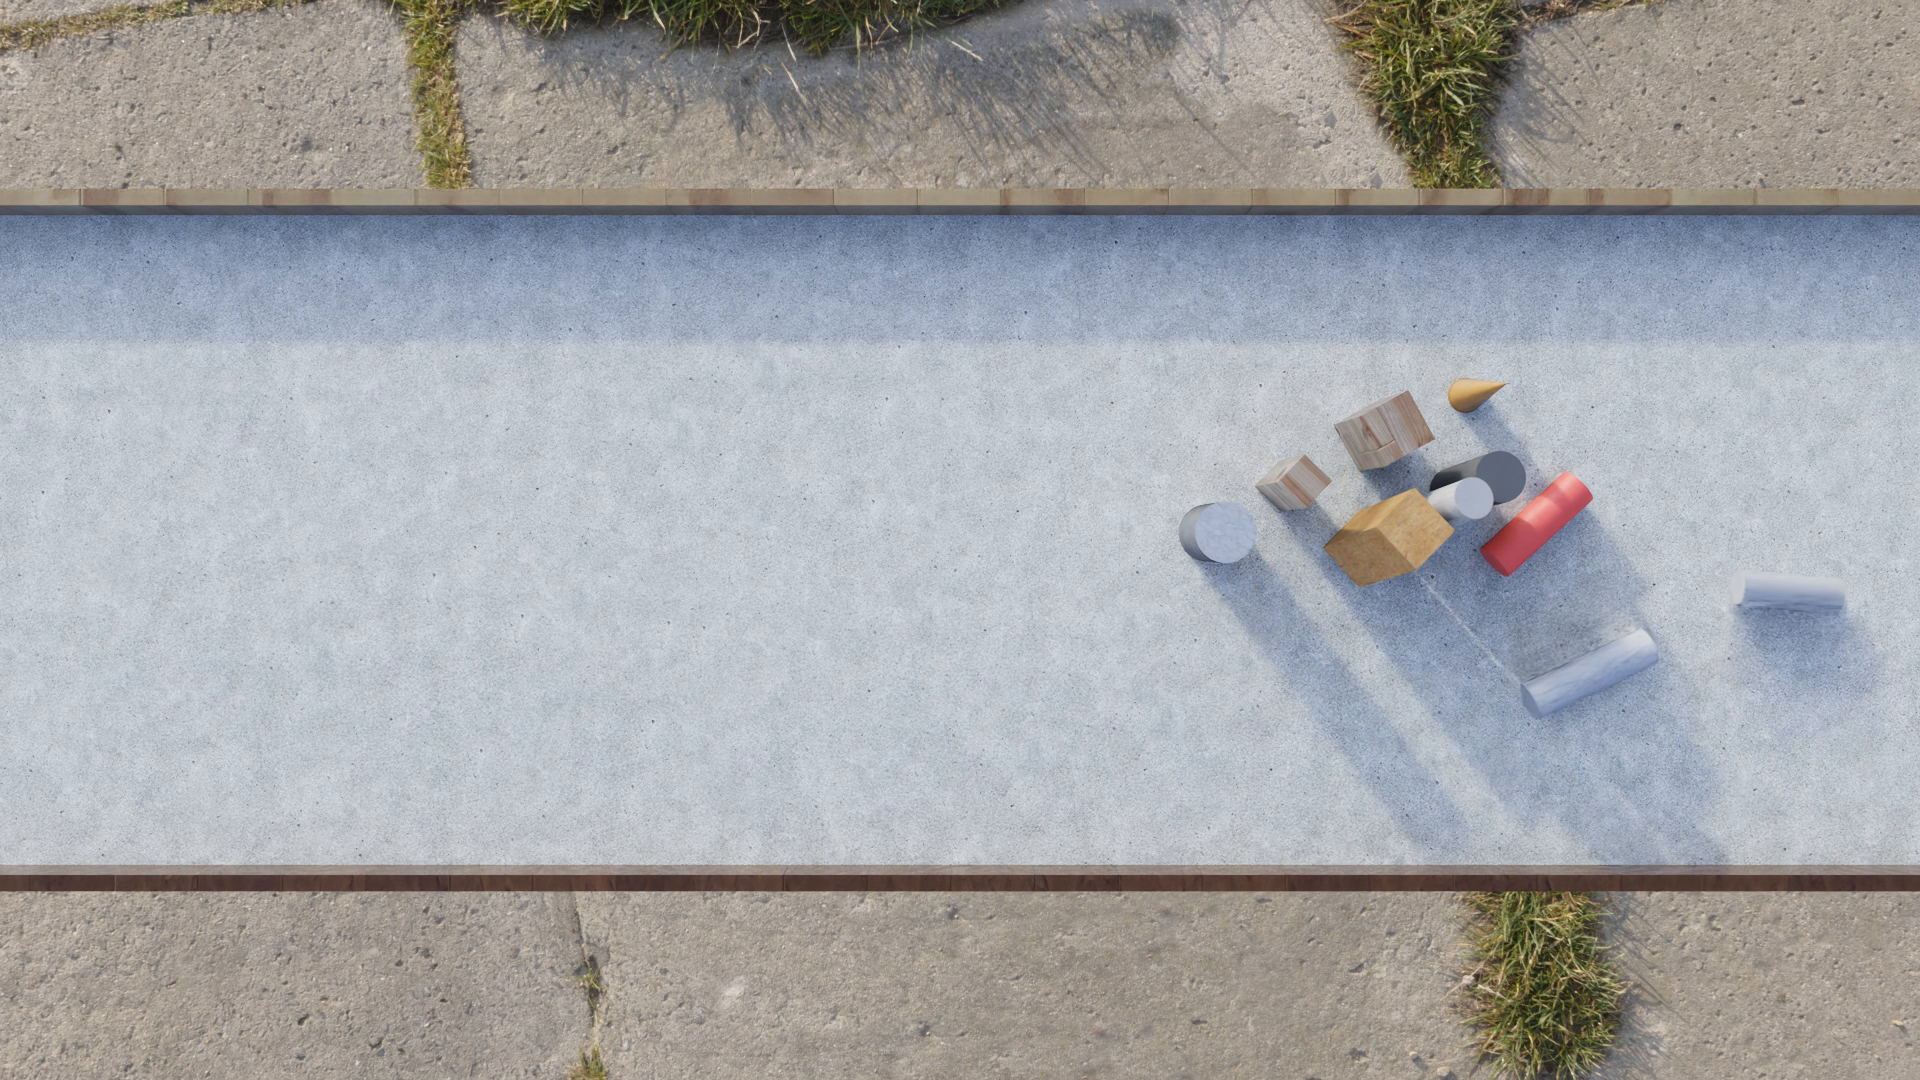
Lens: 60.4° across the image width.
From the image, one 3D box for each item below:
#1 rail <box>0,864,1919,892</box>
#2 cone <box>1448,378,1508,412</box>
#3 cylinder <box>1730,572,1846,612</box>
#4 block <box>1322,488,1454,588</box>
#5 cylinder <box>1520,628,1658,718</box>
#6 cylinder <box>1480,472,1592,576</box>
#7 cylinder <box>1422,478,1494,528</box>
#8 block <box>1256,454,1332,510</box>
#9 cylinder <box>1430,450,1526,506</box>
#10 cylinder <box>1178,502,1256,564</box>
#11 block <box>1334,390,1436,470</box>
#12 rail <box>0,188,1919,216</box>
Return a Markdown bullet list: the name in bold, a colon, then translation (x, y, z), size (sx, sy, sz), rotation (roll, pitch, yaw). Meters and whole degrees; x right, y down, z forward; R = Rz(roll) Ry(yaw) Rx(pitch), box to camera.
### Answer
- **rail**: translation (-2.247, 1.025, 5.001), size (12.000, 0.150, 0.050), rotation (0, 90, 0)
- **cone**: translation (1.556, -0.445, 4.879), size (0.108, 0.396, 0.108), rotation (0, 90, 0)
- **cylinder**: translation (2.521, 0.159, 5.026), size (0.304, 0.100, 0.100), rotation (5, 90, 0)
- **block**: translation (1.256, -0.002, 4.861), size (0.167, 0.405, 0.167), rotation (-43, 90, -13)
- **cylinder**: translation (1.915, 0.406, 5.021), size (0.398, 0.112, 0.112), rotation (-26, 90, 0)
- **cylinder**: translation (1.753, -0.048, 5.017), size (0.345, 0.118, 0.118), rotation (-42, 90, 0)
- **cylinder**: translation (1.403, -0.086, 4.853), size (0.120, 0.431, 0.120), rotation (2, 81, -12)
- **block**: translation (0.984, -0.167, 4.888), size (0.109, 0.377, 0.109), rotation (44, 90, 0)
- **cylinder**: translation (1.532, -0.165, 4.894), size (0.150, 0.349, 0.150), rotation (1, 85, -5)
- **cylinder**: translation (0.762, -0.022, 4.899), size (0.177, 0.354, 0.177), rotation (0, 90, 0)
- **block**: translation (1.259, -0.323, 4.913), size (0.162, 0.327, 0.162), rotation (-29, 90, 0)
- **rail**: translation (-2.247, -1.025, 5.002), size (12.000, 0.150, 0.050), rotation (0, 90, 0)
